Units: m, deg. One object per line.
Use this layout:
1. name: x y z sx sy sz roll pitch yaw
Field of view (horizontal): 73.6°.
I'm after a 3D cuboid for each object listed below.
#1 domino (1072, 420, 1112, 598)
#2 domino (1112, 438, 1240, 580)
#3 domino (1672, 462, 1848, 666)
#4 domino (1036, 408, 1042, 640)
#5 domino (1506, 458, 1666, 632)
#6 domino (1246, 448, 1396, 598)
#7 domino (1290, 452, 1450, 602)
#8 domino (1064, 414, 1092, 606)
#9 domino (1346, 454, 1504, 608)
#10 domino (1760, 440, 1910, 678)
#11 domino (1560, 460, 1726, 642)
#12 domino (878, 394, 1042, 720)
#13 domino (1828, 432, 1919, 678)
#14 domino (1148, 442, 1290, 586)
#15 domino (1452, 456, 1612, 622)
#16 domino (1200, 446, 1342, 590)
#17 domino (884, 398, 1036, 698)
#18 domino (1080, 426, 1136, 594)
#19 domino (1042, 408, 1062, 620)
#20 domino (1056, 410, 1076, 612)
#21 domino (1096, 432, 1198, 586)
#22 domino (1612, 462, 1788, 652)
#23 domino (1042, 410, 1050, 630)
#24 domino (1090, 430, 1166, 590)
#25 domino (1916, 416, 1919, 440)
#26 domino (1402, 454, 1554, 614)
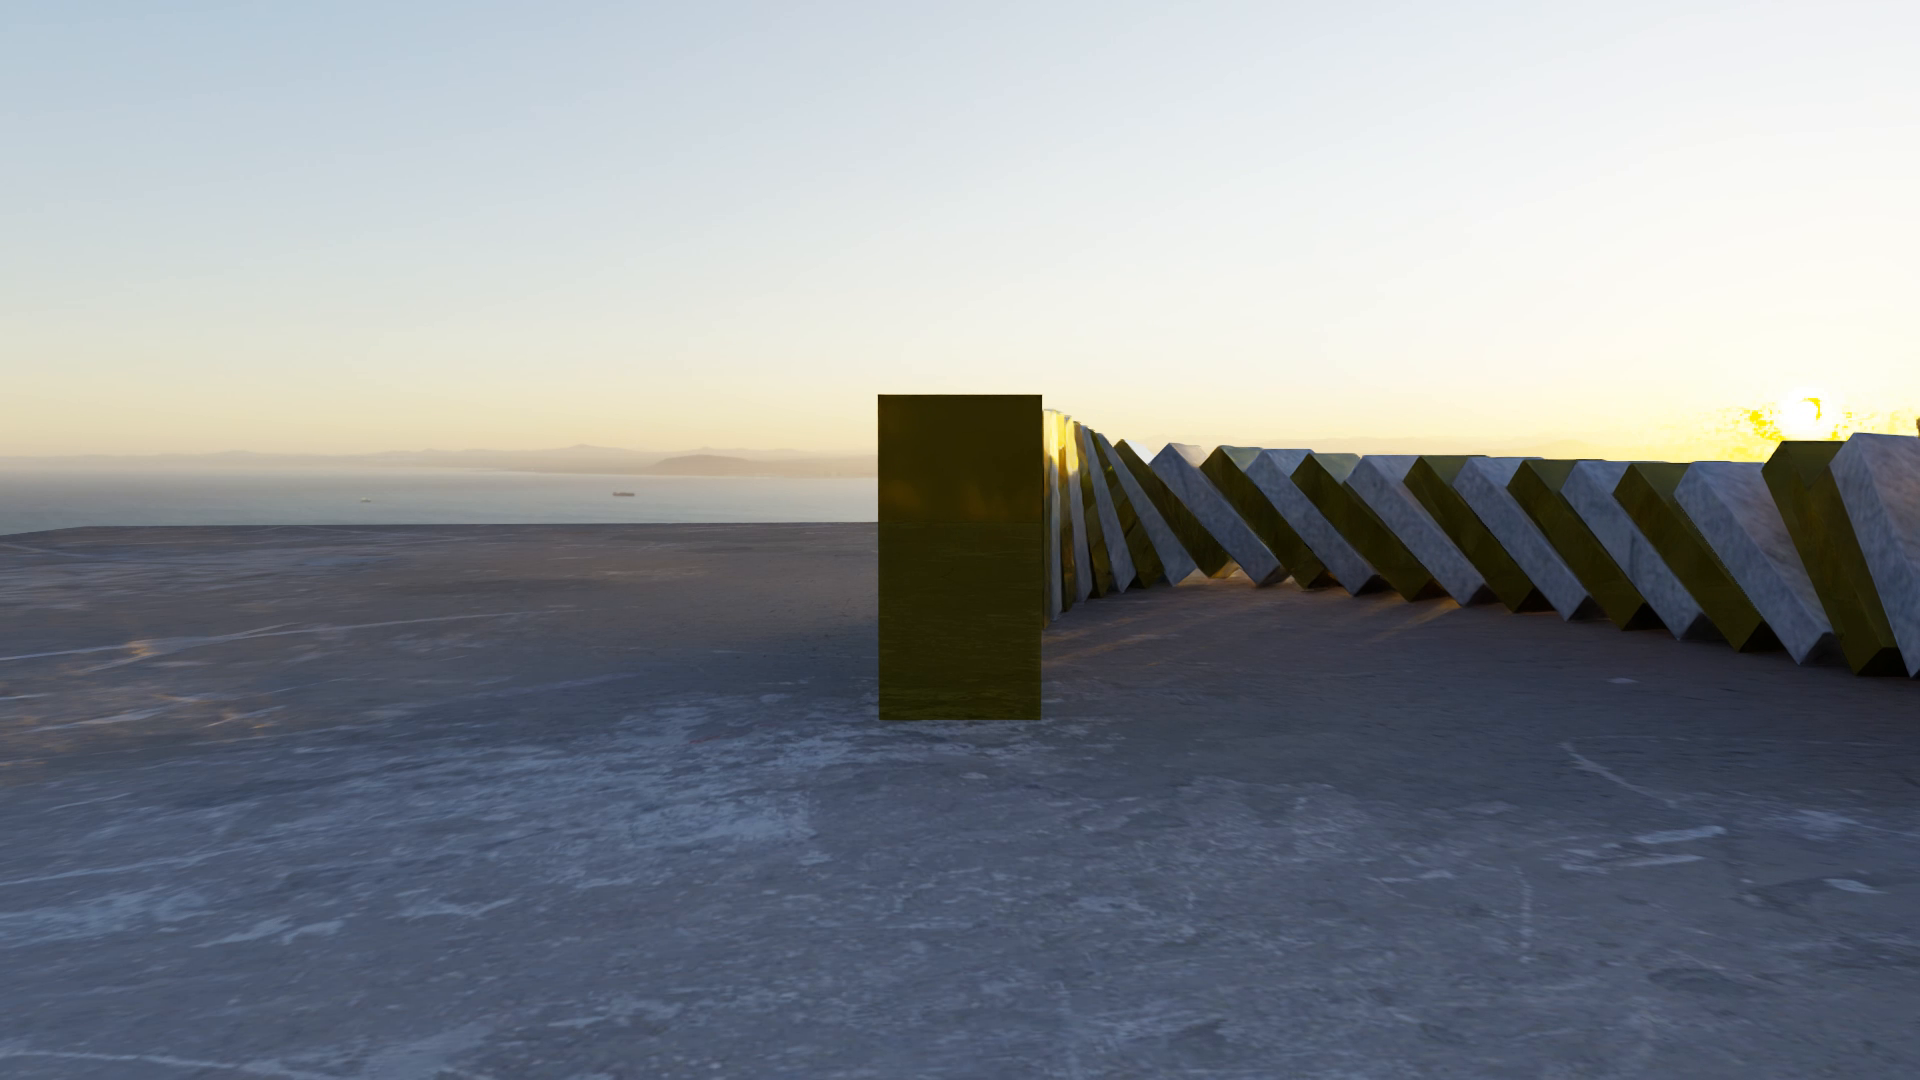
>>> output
1. domino: 0.024 -0.008 0.350 0.025 0.050 0.009 2 33 29
2. domino: 0.067 -0.010 0.399 0.010 0.050 0.025 -45 -18 17
3. domino: 0.172 0.003 0.263 0.025 0.009 0.050 0 43 -6
4. domino: 0.005 -0.004 0.283 0.025 0.050 0.010 1 4 10
5. domino: 0.157 0.000 0.309 0.025 0.009 0.050 -1 43 -17
6. domino: 0.108 -0.006 0.374 0.025 0.009 0.050 -4 49 -42
7. domino: 0.119 -0.005 0.362 0.025 0.010 0.050 -4 47 -42
8. domino: 0.019 -0.008 0.337 0.025 0.050 0.010 2 27 23
9. domino: 0.131 -0.004 0.351 0.025 0.010 0.050 -3 45 -34
10. domino: 0.177 0.002 0.245 0.025 0.050 0.009 1 -38 3
11. domino: 0.163 0.001 0.294 0.025 0.009 0.050 -1 43 -13
12. domino: 0.000 0.002 0.201 0.025 0.050 0.009 0 4 0
13. domino: 0.180 0.003 0.233 0.025 0.050 0.009 5 -38 6
14. domino: 0.082 -0.008 0.392 0.050 0.010 0.025 51 25 20
15. domino: 0.150 -0.001 0.324 0.025 0.010 0.050 -2 44 -22
16. domino: 0.096 -0.007 0.385 0.025 0.010 0.050 -2 48 -47
17. domino: 0.000 0.001 0.217 0.025 0.050 0.009 0 4 0
18. domino: 0.031 -0.008 0.364 0.025 0.050 0.009 3 37 39
19. domino: 0.011 -0.006 0.311 0.025 0.050 0.009 1 14 16
20. domino: 0.014 -0.007 0.324 0.025 0.050 0.009 2 21 21
21. domino: 0.050 -0.010 0.390 0.009 0.050 0.025 -38 10 -7
22. domino: 0.168 0.003 0.279 0.025 0.009 0.050 -1 42 -10
23. domino: 0.008 -0.005 0.298 0.025 0.050 0.009 1 6 13
24. domino: 0.039 -0.009 0.377 0.010 0.050 0.025 -41 25 -25
25. domino: 0.179 0.001 0.213 0.025 0.050 0.009 1 -16 7
26. domino: 0.142 -0.003 0.339 0.025 0.009 0.050 -2 44 -26
